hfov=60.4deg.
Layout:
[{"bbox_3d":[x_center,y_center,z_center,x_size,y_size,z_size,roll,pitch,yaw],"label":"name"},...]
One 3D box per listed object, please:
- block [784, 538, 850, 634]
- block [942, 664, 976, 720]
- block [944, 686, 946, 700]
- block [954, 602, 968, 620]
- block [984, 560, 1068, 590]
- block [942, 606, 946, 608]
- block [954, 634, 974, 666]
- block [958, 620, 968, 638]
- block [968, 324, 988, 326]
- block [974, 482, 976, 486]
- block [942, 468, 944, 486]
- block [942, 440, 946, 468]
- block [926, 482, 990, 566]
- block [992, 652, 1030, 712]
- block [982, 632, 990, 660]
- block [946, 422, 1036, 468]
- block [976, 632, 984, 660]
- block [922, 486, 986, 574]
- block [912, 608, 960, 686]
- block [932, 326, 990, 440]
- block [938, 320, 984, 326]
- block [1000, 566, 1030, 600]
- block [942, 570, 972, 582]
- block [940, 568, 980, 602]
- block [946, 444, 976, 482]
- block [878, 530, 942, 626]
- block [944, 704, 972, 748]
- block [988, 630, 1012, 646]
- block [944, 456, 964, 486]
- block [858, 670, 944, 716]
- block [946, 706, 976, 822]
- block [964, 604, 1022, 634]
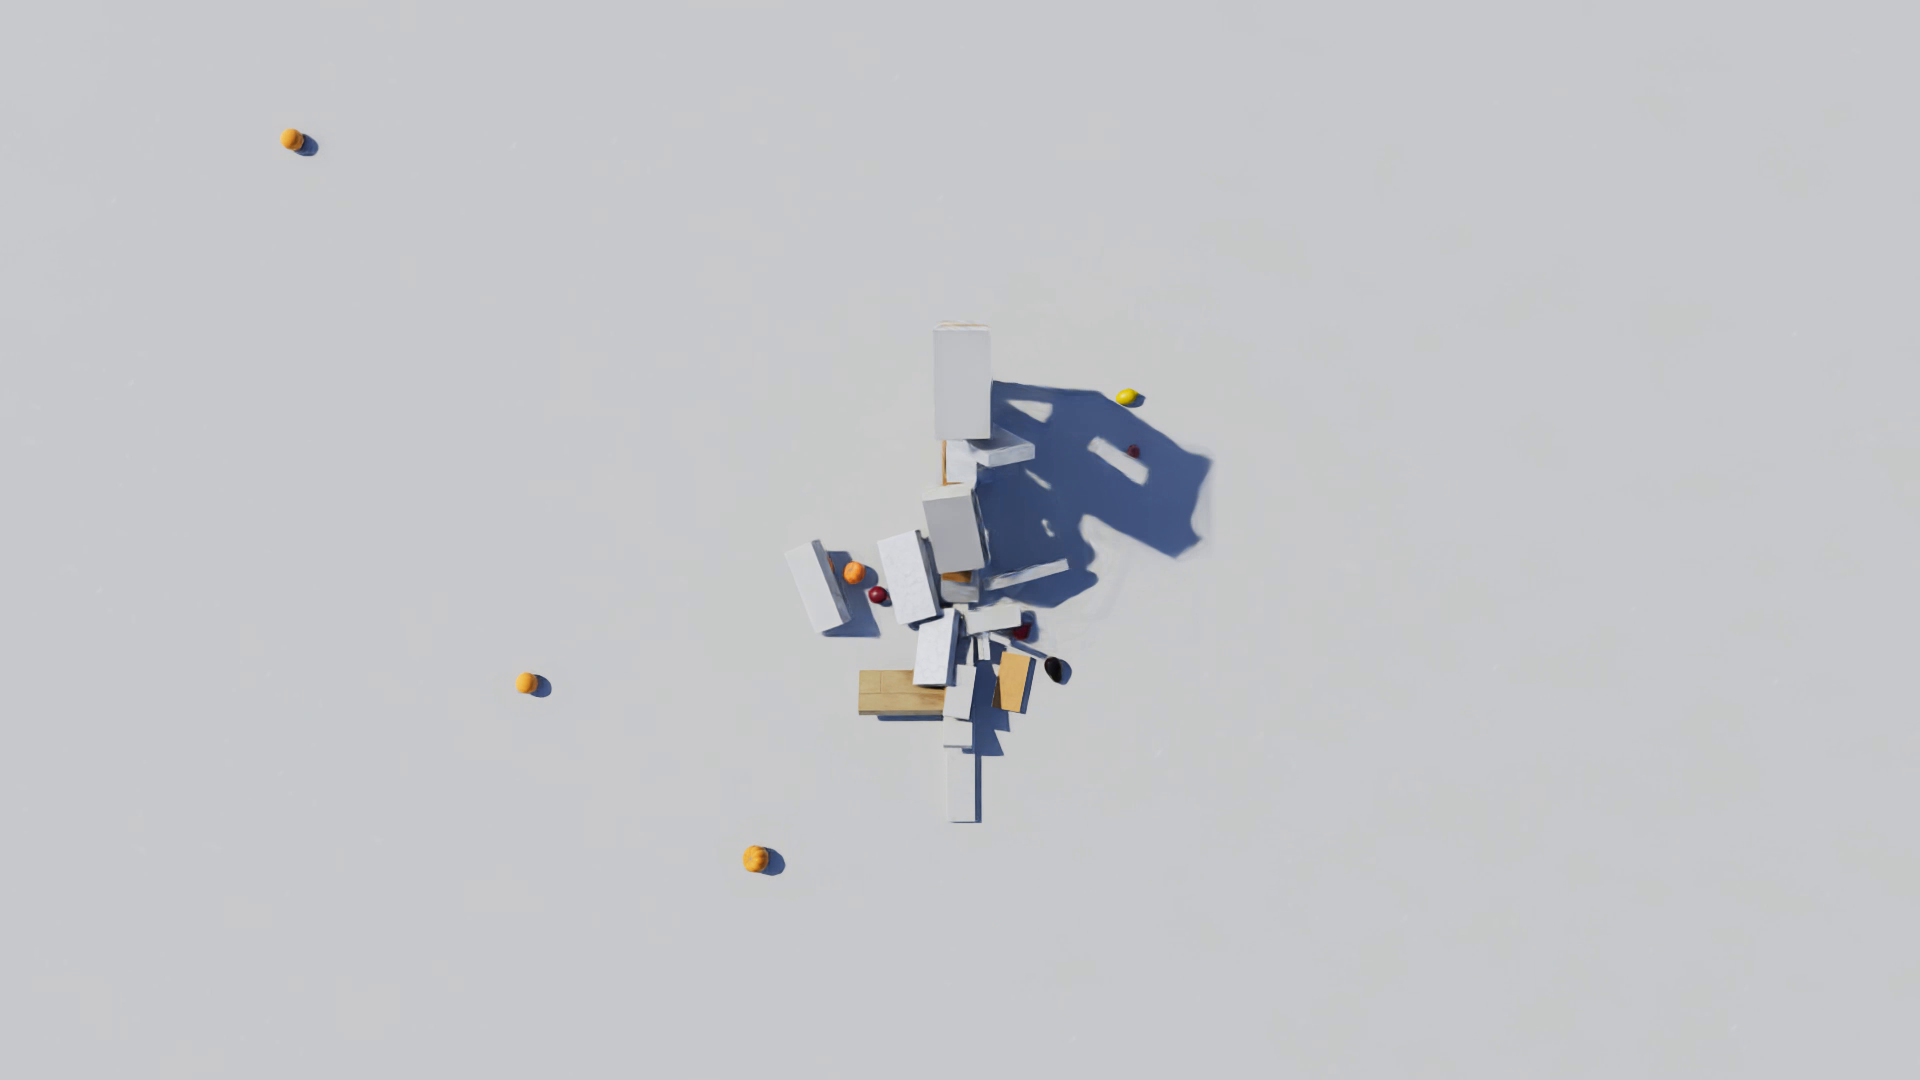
[{"bbox_3d":[-0.470,0.153,5.435,0.144,0.041,0.288,-21,90,44],"label":"block"},{"bbox_3d":[-0.001,0.494,5.378,0.085,0.024,0.171,8,76,2],"label":"block"},{"bbox_3d":[-0.009,0.457,5.436,0.085,0.024,0.171,-1,61,0],"label":"block"},{"bbox_3d":[0.003,0.216,5.478,0.050,0.014,0.100,0,73,0],"label":"block"},{"bbox_3d":[0.215,0.113,5.401,0.254,0.127,0.036,-15,92,-17],"label":"block"},{"bbox_3d":[-0.053,0.272,5.477,0.014,0.050,0.100,16,90,-42],"label":"block"},{"bbox_3d":[0.001,0.366,5.452,0.085,0.024,0.171,0,65,0],"label":"block"},{"bbox_3d":[0.002,0.278,5.472,0.050,0.014,0.100,-1,65,0],"label":"block"},{"bbox_3d":[0.003,-0.597,4.871,0.162,0.324,0.046,0,103,0],"label":"block"},{"bbox_3d":[0.005,-0.132,5.338,0.101,0.029,0.202,0,83,0],"label":"block"},{"bbox_3d":[-0.004,-0.195,5.423,0.106,0.030,0.212,0,128,0],"label":"block"},{"bbox_3d":[-0.005,-0.340,5.328,0.106,0.030,0.211,0,92,0],"label":"block"},{"bbox_3d":[-0.003,-0.040,5.190,0.151,0.043,0.312,-8,130,6],"label":"block"},{"bbox_3d":[0.169,0.471,5.487,0.094,0.027,0.187,11,90,0],"label":"block"},{"bbox_3d":[0.085,0.325,5.465,0.020,0.070,0.139,-5,90,-1],"label":"block"},{"bbox_3d":[0.089,-0.288,4.953,0.151,0.302,0.043,-12,112,-22],"label":"block"},{"bbox_3d":[0.067,0.342,5.473,0.015,0.053,0.106,-5,90,0],"label":"block"},{"bbox_3d":[-0.018,-0.029,5.142,0.151,0.043,0.301,-7,131,5],"label":"block"},{"bbox_3d":[-0.077,0.353,5.415,0.127,0.036,0.254,-4,69,31],"label":"block"},{"bbox_3d":[0.005,-0.450,4.726,0.162,0.046,0.324,0,111,0],"label":"block"},{"bbox_3d":[0.003,-0.536,5.092,0.140,0.040,0.280,1,110,0],"label":"block"},{"bbox_3d":[0.188,0.142,5.492,0.106,0.015,0.053,-44,90,0],"label":"block"},{"bbox_3d":[-0.001,0.053,5.316,0.094,0.027,0.188,6,128,-4],"label":"block"},{"bbox_3d":[0.000,0.062,5.363,0.127,0.036,0.335,0,128,0],"label":"block"},{"bbox_3d":[0.005,-0.271,5.114,0.094,0.027,0.187,1,91,0],"label":"block"},{"bbox_3d":[-0.168,0.125,5.443,0.144,0.041,0.288,-16,86,23],"label":"block"},{"bbox_3d":[-0.006,0.594,5.435,0.094,0.027,0.187,1,61,1],"label":"block"},{"bbox_3d":[0.131,0.324,5.430,0.070,0.140,0.020,21,90,0],"label":"block"},{"bbox_3d":[-0.006,-0.177,5.260,0.094,0.027,0.188,-1,63,0],"label":"block"},{"bbox_3d":[-0.151,0.504,5.447,0.364,0.041,0.144,0,61,0],"label":"block"},{"bbox_3d":[0.003,0.743,5.487,0.094,0.027,0.382,0,90,0],"label":"block"},{"bbox_3d":[0.109,0.261,5.423,0.180,0.020,0.070,-9,85,-11],"label":"block"}]
